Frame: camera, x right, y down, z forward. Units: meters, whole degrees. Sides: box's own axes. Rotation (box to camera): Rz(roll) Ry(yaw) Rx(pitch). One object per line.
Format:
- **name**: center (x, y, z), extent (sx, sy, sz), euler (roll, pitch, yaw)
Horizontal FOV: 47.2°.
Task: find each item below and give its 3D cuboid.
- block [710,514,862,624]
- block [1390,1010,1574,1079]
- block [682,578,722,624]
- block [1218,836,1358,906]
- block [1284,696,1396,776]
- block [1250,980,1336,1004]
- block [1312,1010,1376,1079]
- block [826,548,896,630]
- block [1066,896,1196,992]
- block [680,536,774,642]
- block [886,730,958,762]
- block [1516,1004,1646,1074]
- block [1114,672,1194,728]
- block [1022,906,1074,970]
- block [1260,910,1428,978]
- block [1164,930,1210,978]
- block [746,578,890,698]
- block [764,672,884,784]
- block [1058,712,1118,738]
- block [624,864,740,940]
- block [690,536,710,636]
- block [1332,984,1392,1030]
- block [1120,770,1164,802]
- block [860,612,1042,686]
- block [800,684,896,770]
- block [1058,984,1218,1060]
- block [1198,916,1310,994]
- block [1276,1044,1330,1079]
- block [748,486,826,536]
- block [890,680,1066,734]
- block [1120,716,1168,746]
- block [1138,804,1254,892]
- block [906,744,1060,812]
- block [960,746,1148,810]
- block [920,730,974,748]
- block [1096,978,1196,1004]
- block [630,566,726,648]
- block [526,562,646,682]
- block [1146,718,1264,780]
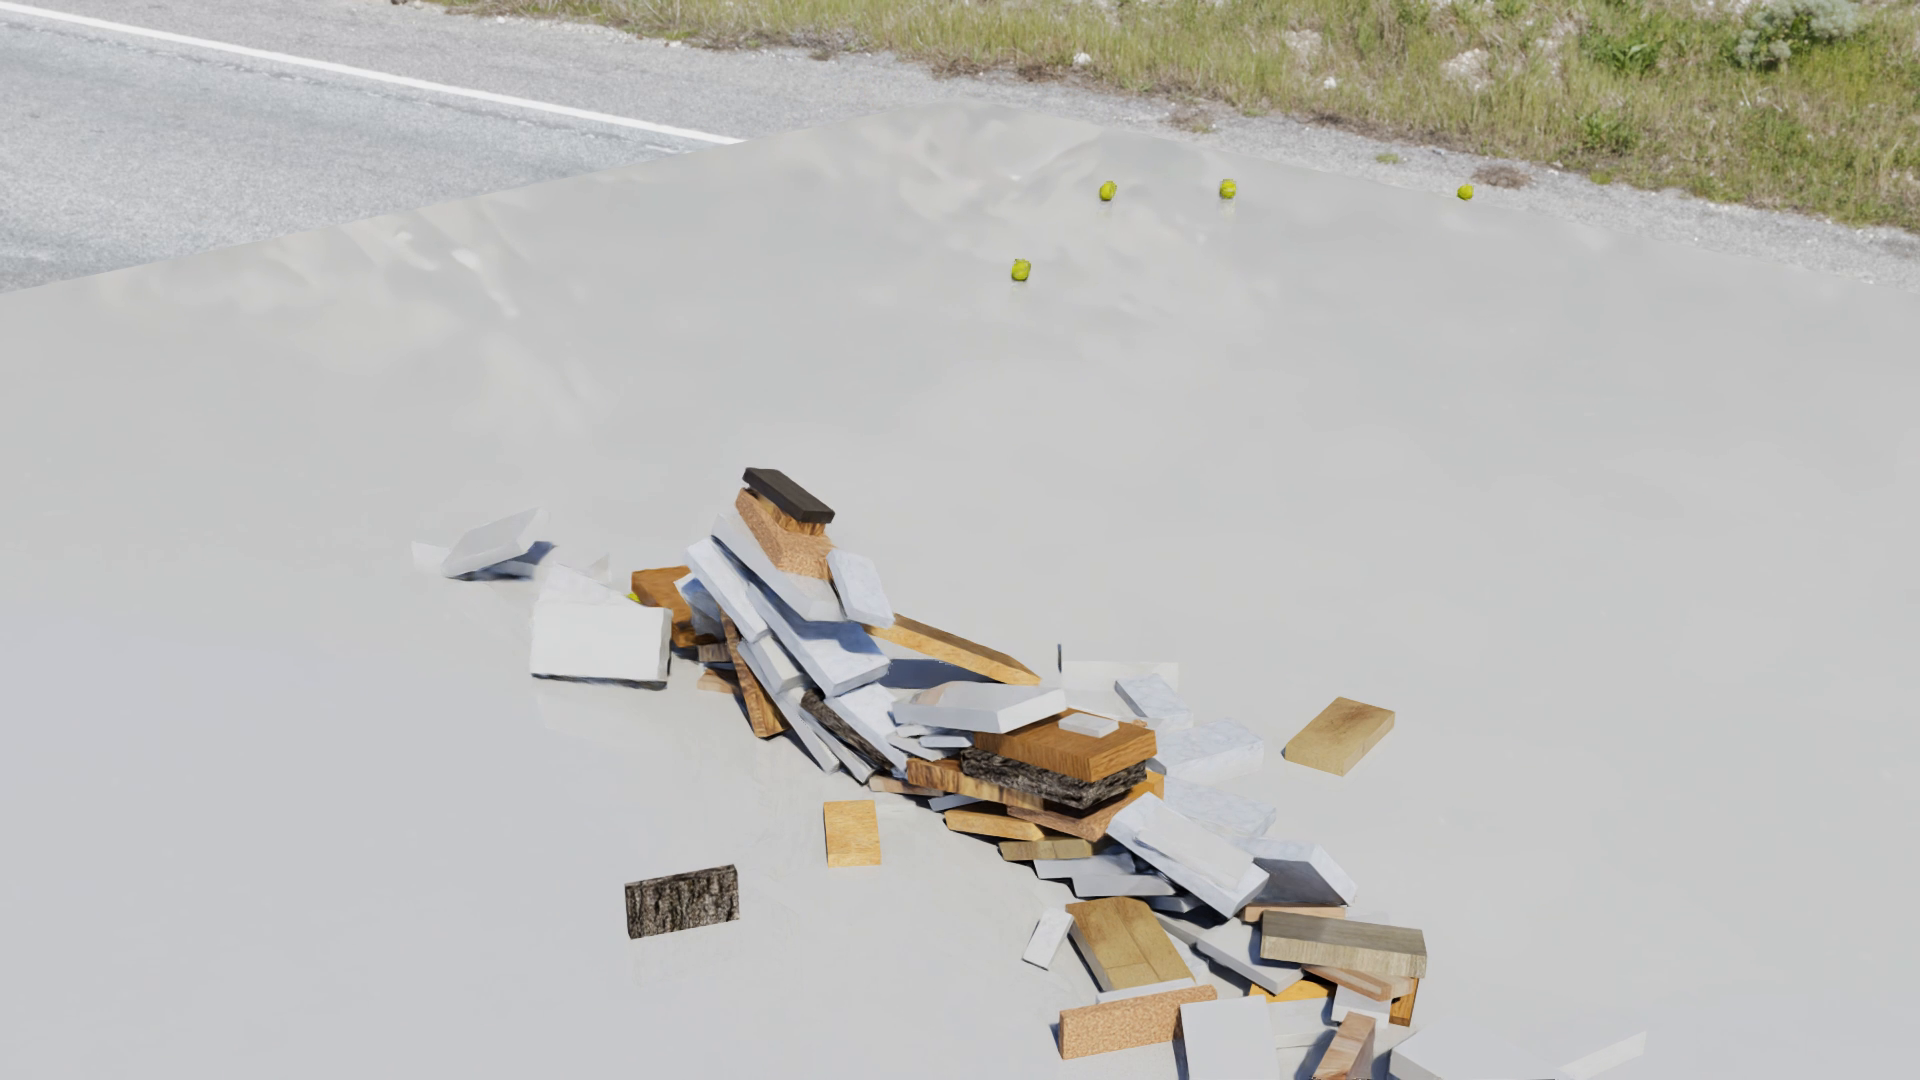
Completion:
- **block**: center (-0.353, 0.057, 4.532), extent (0.150, 0.042, 0.368), euler (6, 25, -44)
- **block**: center (0.890, 0.887, 3.488), extent (0.163, 0.046, 0.390), euler (-19, 32, -38)
- **block**: center (-0.502, 0.128, 4.869), extent (0.123, 0.246, 0.035), euler (-34, 58, 8)
- **block**: center (0.572, 0.606, 4.040), extent (0.288, 0.144, 0.041), euler (-4, 48, 48)
- **block**: center (0.818, 0.420, 4.723), extent (0.133, 0.038, 0.266), euler (15, 27, 31)
- **block**: center (0.589, 0.805, 3.788), extent (0.182, 0.026, 0.091), euler (8, 48, 19)
- **block**: center (0.576, 0.897, 3.438), extent (0.046, 0.163, 0.327), euler (11, 26, 23)
- **block**: center (-0.200, 0.097, 4.416), extent (0.096, 0.027, 0.192), euler (17, 31, -31)
- **block**: center (0.300, 0.731, 3.915), extent (0.144, 0.041, 0.288), euler (-6, 24, -14)
- **block**: center (-0.461, 0.094, 4.615), extent (0.123, 0.035, 0.246), euler (-27, 68, -41)
- **block**: center (-0.075, 0.406, 4.399), extent (0.070, 0.020, 0.140), euler (-13, 20, -40)
- **block**: center (1.020, 0.858, 3.706), extent (0.289, 0.025, 0.087), euler (-13, 26, -28)
- **block**: center (0.430, 0.358, 4.879), extent (0.103, 0.029, 0.205), euler (-7, 24, -16)
- **block**: center (0.160, 0.717, 3.965), extent (0.053, 0.015, 0.106), euler (16, 69, 34)
- **block**: center (0.661, 0.698, 3.805), extent (0.278, 0.039, 0.139), euler (6, 10, 7)
- **block**: center (0.333, 0.735, 3.993), extent (0.097, 0.028, 0.244), euler (-17, 28, -35)
- **block**: center (-0.295, 0.183, 4.548), extent (0.151, 0.043, 0.301), euler (-20, 58, -39)
- **block**: center (-0.261, 0.359, 4.605), extent (0.118, 0.033, 0.318), euler (-32, 69, -36)
- **block**: center (0.241, 0.348, 4.140), extent (0.053, 0.015, 0.106), euler (-20, 19, -40)
- **block**: center (-0.512, 0.667, 4.057), extent (0.205, 0.103, 0.029), euler (-8, 24, -18)
- **block**: center (-0.517, 0.093, 4.950), extent (0.150, 0.300, 0.042), euler (-13, 54, -22)
- **block**: center (0.682, 0.774, 3.714), extent (0.092, 0.026, 0.184), euler (7, 10, 13)
- **block**: center (0.188, 0.480, 4.451), extent (0.486, 0.139, 0.039), euler (14, 27, 31)
- **block**: center (-0.068, 0.220, 4.832), extent (0.563, 0.038, 0.133), euler (22, 7, -36)
- **block**: center (-0.202, 0.372, 4.536), extent (0.236, 0.033, 0.118), euler (34, 36, 17)
- **block**: center (0.302, 0.817, 3.728), extent (0.275, 0.084, 0.024), euler (-7, 24, -15)
- **block**: center (0.516, 0.727, 3.858), extent (0.092, 0.026, 0.184), euler (-23, 33, -36)
- **block**: center (0.566, 0.878, 3.659), extent (0.182, 0.026, 0.091), euler (-13, 26, -27)
- **block**: center (-0.365, -0.070, 4.624), extent (0.096, 0.027, 0.192), euler (12, 21, -34)
- **block**: center (0.031, 0.325, 4.307), extent (0.151, 0.043, 0.413), euler (-17, 7, -29)
- **block**: center (0.302, 0.417, 4.677), extent (0.247, 0.035, 0.123), euler (0, 21, 27)
- **block**: center (0.419, 0.547, 3.909), extent (0.194, 0.028, 0.097), euler (28, 26, 12)
- **block**: center (0.080, 0.454, 4.314), extent (0.352, 0.047, 0.167), euler (6, 20, 42)
- **block**: center (0.175, 0.428, 4.177), extent (0.167, 0.047, 0.334), euler (-19, 19, -38)
- **block**: center (-0.008, 0.389, 4.318), extent (0.070, 0.020, 0.139), euler (-13, 4, -39)
- **block**: center (0.316, 0.804, 3.755), extent (0.174, 0.087, 0.025), euler (-7, 24, -15)
- **block**: center (-0.645, 0.153, 5.199), extent (0.162, 0.046, 0.324), euler (-6, 27, -28)
- **block**: center (-0.834, 0.187, 5.055), extent (0.324, 0.162, 0.046), euler (24, 0, 28)
- **block**: center (0.508, 0.444, 4.669), extent (0.247, 0.035, 0.123), euler (-12, 26, -26)
